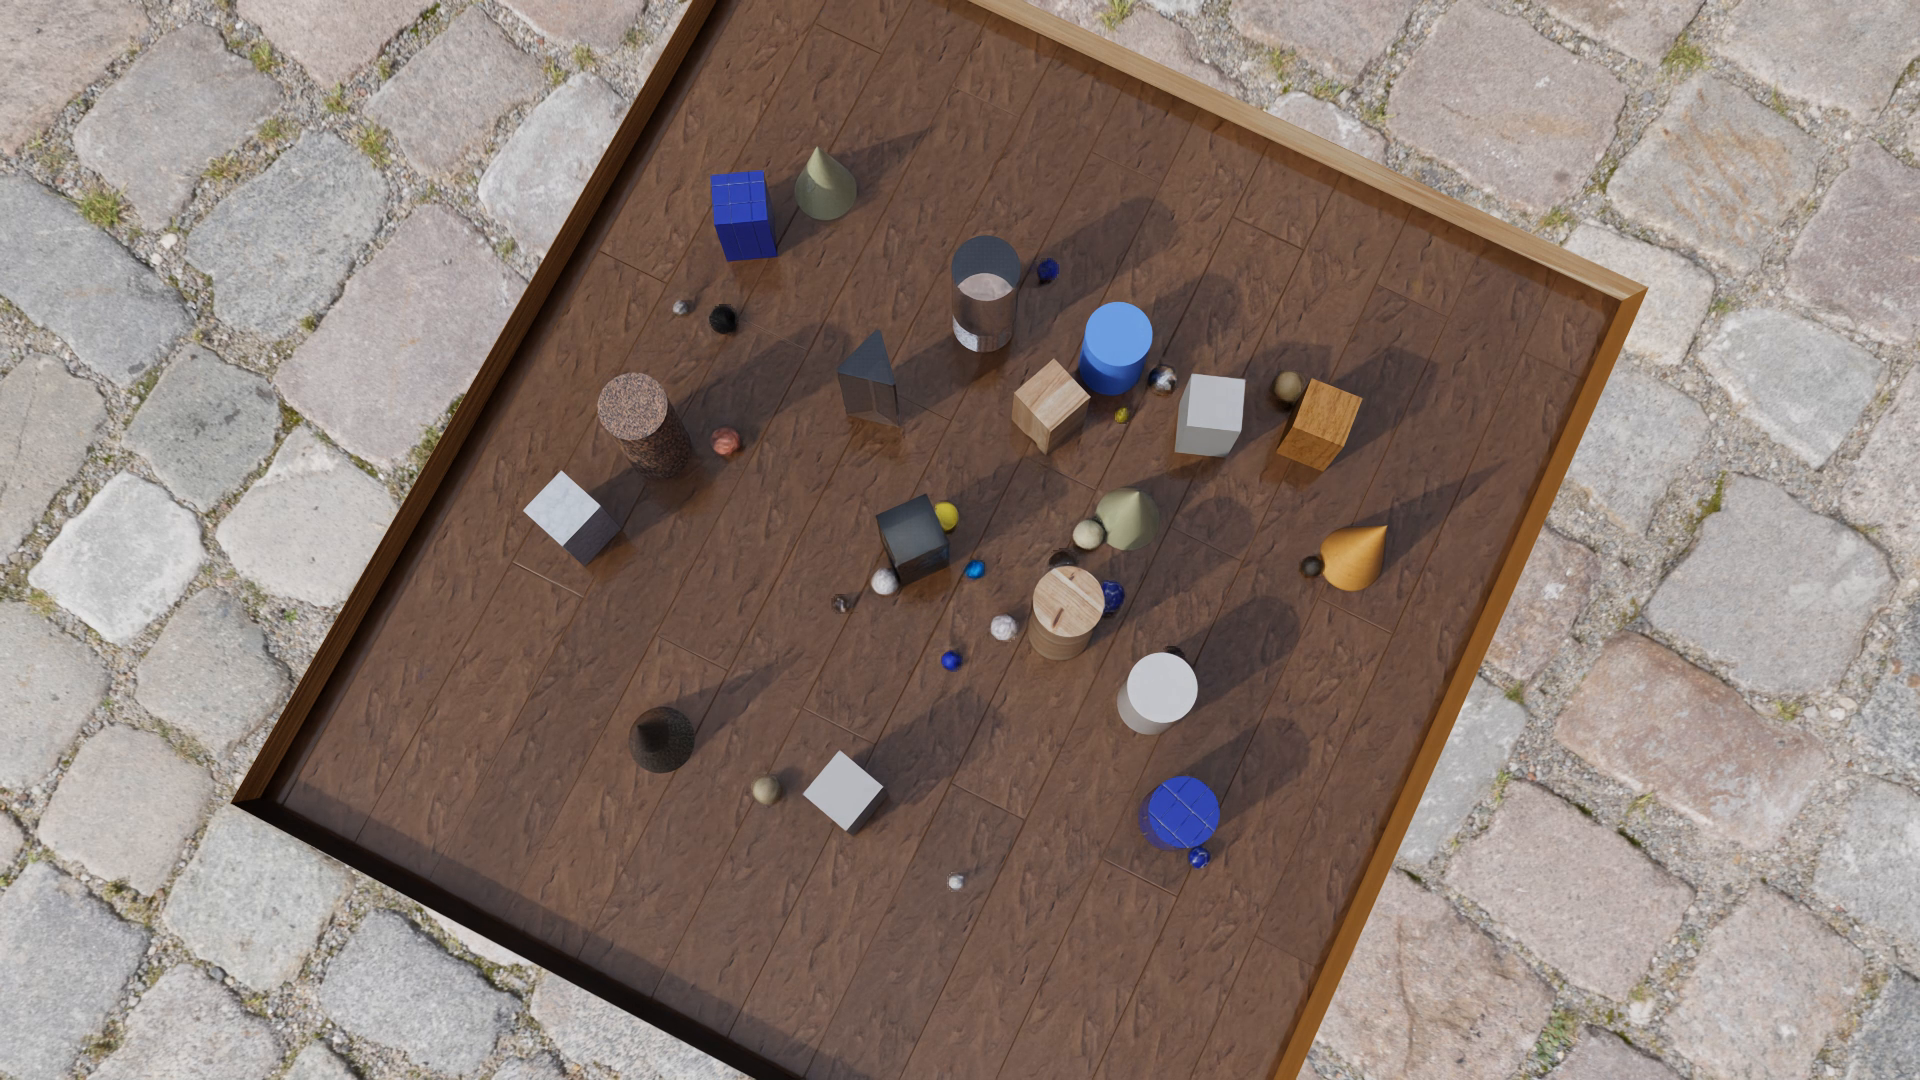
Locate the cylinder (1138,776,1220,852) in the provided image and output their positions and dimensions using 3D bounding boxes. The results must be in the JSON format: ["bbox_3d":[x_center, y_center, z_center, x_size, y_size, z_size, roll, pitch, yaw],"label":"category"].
[{"bbox_3d":[0.629,0.795,5.295,0.199,0.308,0.199,0,78,0],"label":"cylinder"}]

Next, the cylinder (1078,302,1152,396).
[{"bbox_3d":[0.471,-0.579,5.579,0.199,0.309,0.199,0,78,0],"label":"cylinder"}]

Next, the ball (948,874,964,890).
[{"bbox_3d":[-0.011,1.005,5.386,0.045,0.045,0.045,0,78,0],"label":"ball"}]

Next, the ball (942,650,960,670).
[{"bbox_3d":[-0.027,0.362,5.512,0.058,0.058,0.058,0,78,0],"label":"ball"}]

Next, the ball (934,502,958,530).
[{"bbox_3d":[-0.047,-0.071,5.587,0.086,0.086,0.086,0,78,0],"label":"ball"}]

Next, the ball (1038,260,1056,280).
[{"bbox_3d":[0.274,-0.850,5.762,0.060,0.060,0.060,0,78,0],"label":"ball"}]

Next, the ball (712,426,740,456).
[{"bbox_3d":[-0.720,-0.304,5.635,0.088,0.088,0.088,0,78,0],"label":"ball"}]

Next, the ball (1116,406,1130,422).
[{"bbox_3d":[0.506,-0.390,5.674,0.045,0.045,0.045,0,78,0],"label":"ball"}]

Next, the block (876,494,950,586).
[{"bbox_3d":[-0.137,0.005,5.433,0.160,0.357,0.160,-24,79,-5],"label":"block"}]

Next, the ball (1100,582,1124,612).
[{"bbox_3d":[0.451,0.172,5.534,0.091,0.091,0.091,0,78,0],"label":"ball"}]

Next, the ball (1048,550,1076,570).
[{"bbox_3d":[0.311,0.076,5.558,0.085,0.085,0.085,0,78,0],"label":"ball"}]

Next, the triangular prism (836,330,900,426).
[{"bbox_3d":[-0.253,-0.490,5.486,0.173,0.454,0.150,14,79,3],"label":"triangular prism"}]

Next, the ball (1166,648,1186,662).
[{"bbox_3d":[0.643,0.358,5.507,0.069,0.069,0.069,0,78,0],"label":"ball"}]

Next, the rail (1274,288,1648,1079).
[{"bbox_3d":[1.362,0.674,5.410,0.045,0.130,3.310,26,80,5],"label":"rail"}]

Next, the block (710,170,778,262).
[{"bbox_3d":[-0.665,-0.998,5.664,0.160,0.313,0.160,-6,78,-1],"label":"block"}]

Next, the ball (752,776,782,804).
[{"bbox_3d":[-0.570,0.738,5.420,0.086,0.086,0.086,0,78,0],"label":"ball"}]

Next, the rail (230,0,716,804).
[{"bbox_3d":[-1.362,-0.660,5.686,0.045,0.130,3.310,26,80,5],"label":"rail"}]

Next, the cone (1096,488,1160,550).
[{"bbox_3d":[0.515,-0.103,5.452,0.199,0.364,0.199,0,78,0],"label":"cone"}]

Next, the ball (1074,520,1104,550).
[{"bbox_3d":[0.390,-0.017,5.573,0.092,0.092,0.092,0,78,0],"label":"ball"}]

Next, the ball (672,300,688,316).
[{"bbox_3d":[-0.877,-0.726,5.743,0.047,0.047,0.047,0,78,0],"label":"ball"}]

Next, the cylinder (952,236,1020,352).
[{"bbox_3d":[0.075,-0.734,5.519,0.199,0.488,0.199,0,78,0],"label":"cylinder"}]

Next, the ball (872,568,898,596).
[{"bbox_3d":[-0.227,0.126,5.548,0.083,0.083,0.083,0,78,0],"label":"ball"}]

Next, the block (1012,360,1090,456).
[{"bbox_3d":[0.273,-0.399,5.552,0.160,0.288,0.160,-41,81,-8],"label":"block"}]

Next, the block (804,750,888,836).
[{"bbox_3d":[-0.327,0.734,5.287,0.160,0.347,0.160,39,81,7],"label":"block"}]

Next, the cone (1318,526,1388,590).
[{"bbox_3d":[1.195,0.009,5.365,0.199,0.490,0.199,0,78,0],"label":"cone"}]

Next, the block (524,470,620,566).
[{"bbox_3d":[-1.154,-0.060,5.466,0.160,0.319,0.160,41,81,8],"label":"block"}]

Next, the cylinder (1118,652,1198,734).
[{"bbox_3d":[0.572,0.452,5.346,0.199,0.347,0.199,0,78,0],"label":"cylinder"}]

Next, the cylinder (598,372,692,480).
[{"bbox_3d":[-0.931,-0.332,5.442,0.199,0.477,0.199,0,78,0],"label":"cylinder"}]

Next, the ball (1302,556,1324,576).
[{"bbox_3d":[1.070,0.079,5.567,0.066,0.066,0.066,0,78,0],"label":"ball"}]

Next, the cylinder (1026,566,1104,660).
[{"bbox_3d":[0.302,0.219,5.326,0.199,0.481,0.199,0,78,0],"label":"cylinder"}]

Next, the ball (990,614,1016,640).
[{"bbox_3d":[0.131,0.264,5.522,0.079,0.079,0.079,0,78,0],"label":"ball"}]

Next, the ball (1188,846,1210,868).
[{"bbox_3d":[0.705,0.933,5.391,0.063,0.063,0.063,0,78,0],"label":"ball"}]

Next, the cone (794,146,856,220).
[{"bbox_3d":[-0.429,-1.150,5.677,0.199,0.348,0.199,0,78,0],"label":"cone"}]

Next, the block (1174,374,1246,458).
[{"bbox_3d":[0.753,-0.372,5.535,0.160,0.311,0.160,6,78,1],"label":"block"}]

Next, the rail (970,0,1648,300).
[{"bbox_3d":[0.730,-1.422,5.844,3.092,0.130,0.045,26,80,5],"label":"rail"}]

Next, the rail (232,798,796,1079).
[{"bbox_3d":[-0.730,1.436,5.252,3.092,0.130,0.045,26,80,5],"label":"rail"}]

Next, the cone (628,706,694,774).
[{"bbox_3d":[-0.894,0.556,5.285,0.199,0.424,0.199,0,78,0],"label":"cone"}]

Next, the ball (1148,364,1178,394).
[{"bbox_3d":[0.629,-0.499,5.673,0.091,0.091,0.091,0,78,0],"label":"ball"}]

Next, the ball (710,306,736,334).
[{"bbox_3d":[-0.739,-0.686,5.715,0.086,0.086,0.086,0,78,0],"label":"ball"}]

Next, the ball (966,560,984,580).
[{"bbox_3d":[0.045,0.091,5.569,0.057,0.057,0.057,0,78,0],"label":"ball"}]

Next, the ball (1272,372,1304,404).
[{"bbox_3d":[1.014,-0.471,5.663,0.100,0.100,0.100,0,78,0],"label":"ball"}]

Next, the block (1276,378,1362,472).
[{"bbox_3d":[1.080,-0.344,5.532,0.160,0.306,0.160,22,79,4],"label":"block"}]

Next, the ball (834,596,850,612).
[{"bbox_3d":[-0.360,0.195,5.552,0.048,0.048,0.048,0,78,0],"label":"ball"}]
